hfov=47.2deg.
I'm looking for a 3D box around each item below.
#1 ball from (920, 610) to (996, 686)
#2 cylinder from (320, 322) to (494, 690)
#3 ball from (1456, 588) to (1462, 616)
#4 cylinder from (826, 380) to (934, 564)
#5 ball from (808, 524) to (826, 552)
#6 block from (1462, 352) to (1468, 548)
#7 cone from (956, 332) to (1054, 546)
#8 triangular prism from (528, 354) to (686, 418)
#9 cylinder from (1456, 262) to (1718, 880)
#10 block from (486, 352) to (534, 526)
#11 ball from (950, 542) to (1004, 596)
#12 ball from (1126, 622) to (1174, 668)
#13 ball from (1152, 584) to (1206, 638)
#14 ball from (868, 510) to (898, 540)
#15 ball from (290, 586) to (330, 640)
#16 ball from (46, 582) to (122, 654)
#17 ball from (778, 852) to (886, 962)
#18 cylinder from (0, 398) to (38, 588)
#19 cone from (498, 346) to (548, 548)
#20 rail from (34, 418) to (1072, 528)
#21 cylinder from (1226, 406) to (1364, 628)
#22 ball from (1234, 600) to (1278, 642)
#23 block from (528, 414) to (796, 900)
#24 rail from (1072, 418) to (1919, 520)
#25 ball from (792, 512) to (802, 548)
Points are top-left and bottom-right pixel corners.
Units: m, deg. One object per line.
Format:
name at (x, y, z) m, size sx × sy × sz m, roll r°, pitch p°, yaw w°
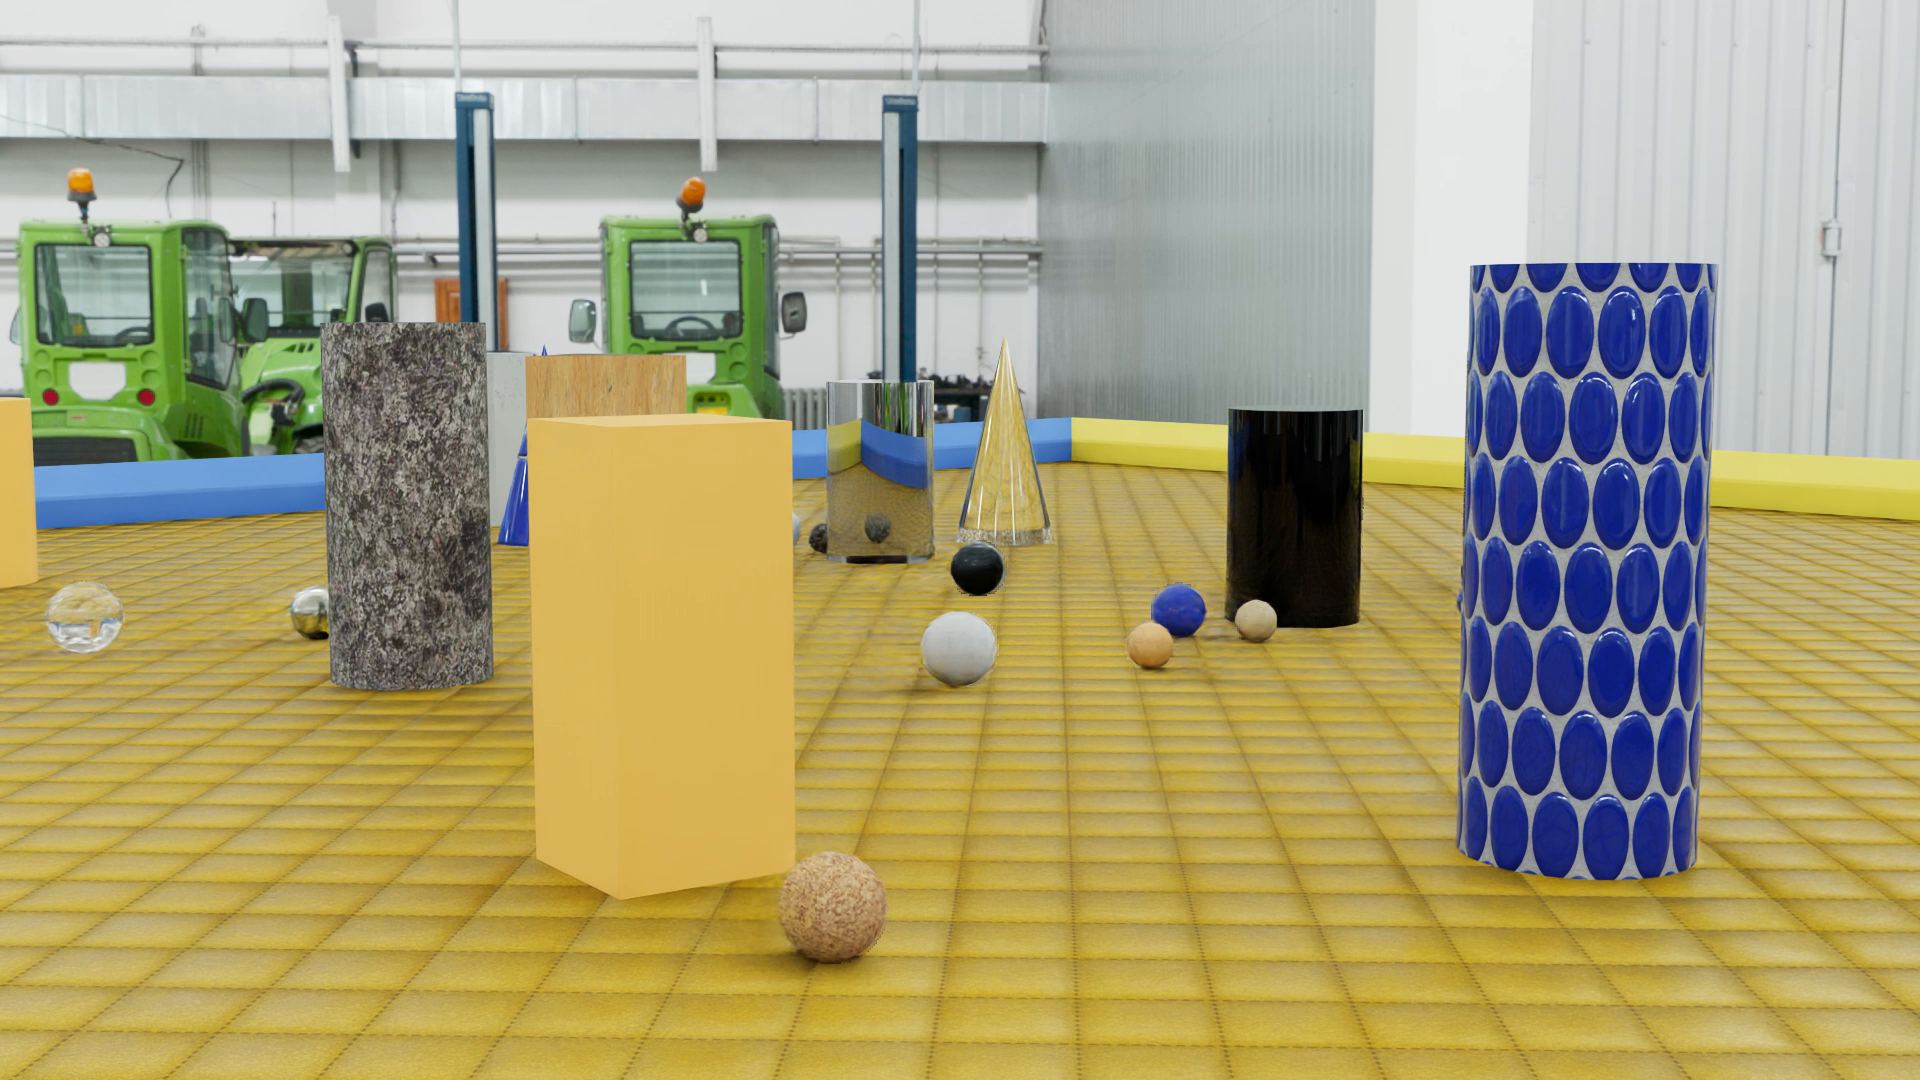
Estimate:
ball at (-0.002, 0.128, 2.599) m, size 0.089 × 0.089 × 0.089 m, roll 0°, pitch 6°, yaw 0°
cylinder at (-0.664, -0.047, 2.646) m, size 0.192 × 0.428 × 0.192 m, roll 0°, pitch 6°, yaw 0°
ball at (0.732, 0.088, 3.092) m, size 0.067 × 0.067 × 0.067 m, roll 0°, pitch 6°, yaw 0°
cylinder at (-0.142, -0.125, 3.919) m, size 0.192 × 0.316 × 0.192 m, roll 0°, pitch 6°, yaw 0°
ball at (-0.250, -0.003, 4.018) m, size 0.053 × 0.053 × 0.053 m, roll 0°, pitch 6°, yaw 0°
block at (0.908, -0.119, 3.581) m, size 0.153 × 0.376 × 0.153 m, roll 2°, pitch 6°, yaw 19°
cone at (0.086, -0.198, 4.213) m, size 0.192 × 0.400 × 0.192 m, roll 0°, pitch 6°, yaw 0°
triangular prism at (-0.393, -0.002, 2.378) m, size 0.166 × 0.395 × 0.144 m, roll -2°, pitch 6°, yaw -21°
cylinder at (0.507, 0.018, 1.789) m, size 0.192 × 0.479 × 0.192 m, roll 0°, pitch 6°, yaw 0°
block at (-0.993, -0.213, 4.584) m, size 0.153 × 0.352 × 0.153 m, roll 2°, pitch 6°, yaw 20°
ball at (0.028, 0.044, 3.426) m, size 0.083 × 0.083 × 0.083 m, roll 0°, pitch 6°, yaw 0°
ball at (0.236, 0.131, 2.725) m, size 0.058 × 0.058 × 0.058 m, roll 0°, pitch 6°, yaw 0°
ball at (0.297, 0.096, 2.980) m, size 0.073 × 0.073 × 0.073 m, roll 0°, pitch 6°, yaw 0°
ball at (-0.149, -0.030, 4.257) m, size 0.058 × 0.058 × 0.058 m, roll 0°, pitch 6°, yaw 0°
ball at (-0.865, 0.098, 2.961) m, size 0.073 × 0.073 × 0.073 m, roll 0°, pitch 6°, yaw 0°
ball at (-1.134, 0.100, 2.847) m, size 0.093 × 0.093 × 0.093 m, roll 0°, pitch 6°, yaw 0°
ball at (-0.088, 0.251, 1.506) m, size 0.074 × 0.074 × 0.074 m, roll 0°, pitch 6°, yaw 0°
cylinder at (-1.605, -0.079, 3.567) m, size 0.192 × 0.298 × 0.192 m, roll 0°, pitch 6°, yaw 0°
cone at (-0.788, -0.184, 4.186) m, size 0.192 × 0.379 × 0.192 m, roll 0°, pitch 6°, yaw 0°
rail at (-1.402, -0.127, 4.844) m, size 4.751 × 0.125 × 0.045 m, roll -6°, pitch 8°, yaw -42°
cylinder at (0.478, -0.037, 3.150) m, size 0.192 × 0.303 × 0.192 m, roll 0°, pitch 6°, yaw 0°
ball at (0.396, 0.109, 2.942) m, size 0.057 × 0.057 × 0.057 m, roll 0°, pitch 6°, yaw 0°
block at (-0.237, 0.083, 1.748) m, size 0.153 × 0.357 × 0.153 m, roll -4°, pitch 7°, yaw -34°
rail at (1.729, -0.135, 4.918) m, size 0.045 × 0.125 × 4.183 m, roll -6°, pitch 8°, yaw -42°
ball at (-0.331, -0.019, 4.039) m, size 0.080 × 0.080 × 0.080 m, roll 0°, pitch 6°, yaw 0°
